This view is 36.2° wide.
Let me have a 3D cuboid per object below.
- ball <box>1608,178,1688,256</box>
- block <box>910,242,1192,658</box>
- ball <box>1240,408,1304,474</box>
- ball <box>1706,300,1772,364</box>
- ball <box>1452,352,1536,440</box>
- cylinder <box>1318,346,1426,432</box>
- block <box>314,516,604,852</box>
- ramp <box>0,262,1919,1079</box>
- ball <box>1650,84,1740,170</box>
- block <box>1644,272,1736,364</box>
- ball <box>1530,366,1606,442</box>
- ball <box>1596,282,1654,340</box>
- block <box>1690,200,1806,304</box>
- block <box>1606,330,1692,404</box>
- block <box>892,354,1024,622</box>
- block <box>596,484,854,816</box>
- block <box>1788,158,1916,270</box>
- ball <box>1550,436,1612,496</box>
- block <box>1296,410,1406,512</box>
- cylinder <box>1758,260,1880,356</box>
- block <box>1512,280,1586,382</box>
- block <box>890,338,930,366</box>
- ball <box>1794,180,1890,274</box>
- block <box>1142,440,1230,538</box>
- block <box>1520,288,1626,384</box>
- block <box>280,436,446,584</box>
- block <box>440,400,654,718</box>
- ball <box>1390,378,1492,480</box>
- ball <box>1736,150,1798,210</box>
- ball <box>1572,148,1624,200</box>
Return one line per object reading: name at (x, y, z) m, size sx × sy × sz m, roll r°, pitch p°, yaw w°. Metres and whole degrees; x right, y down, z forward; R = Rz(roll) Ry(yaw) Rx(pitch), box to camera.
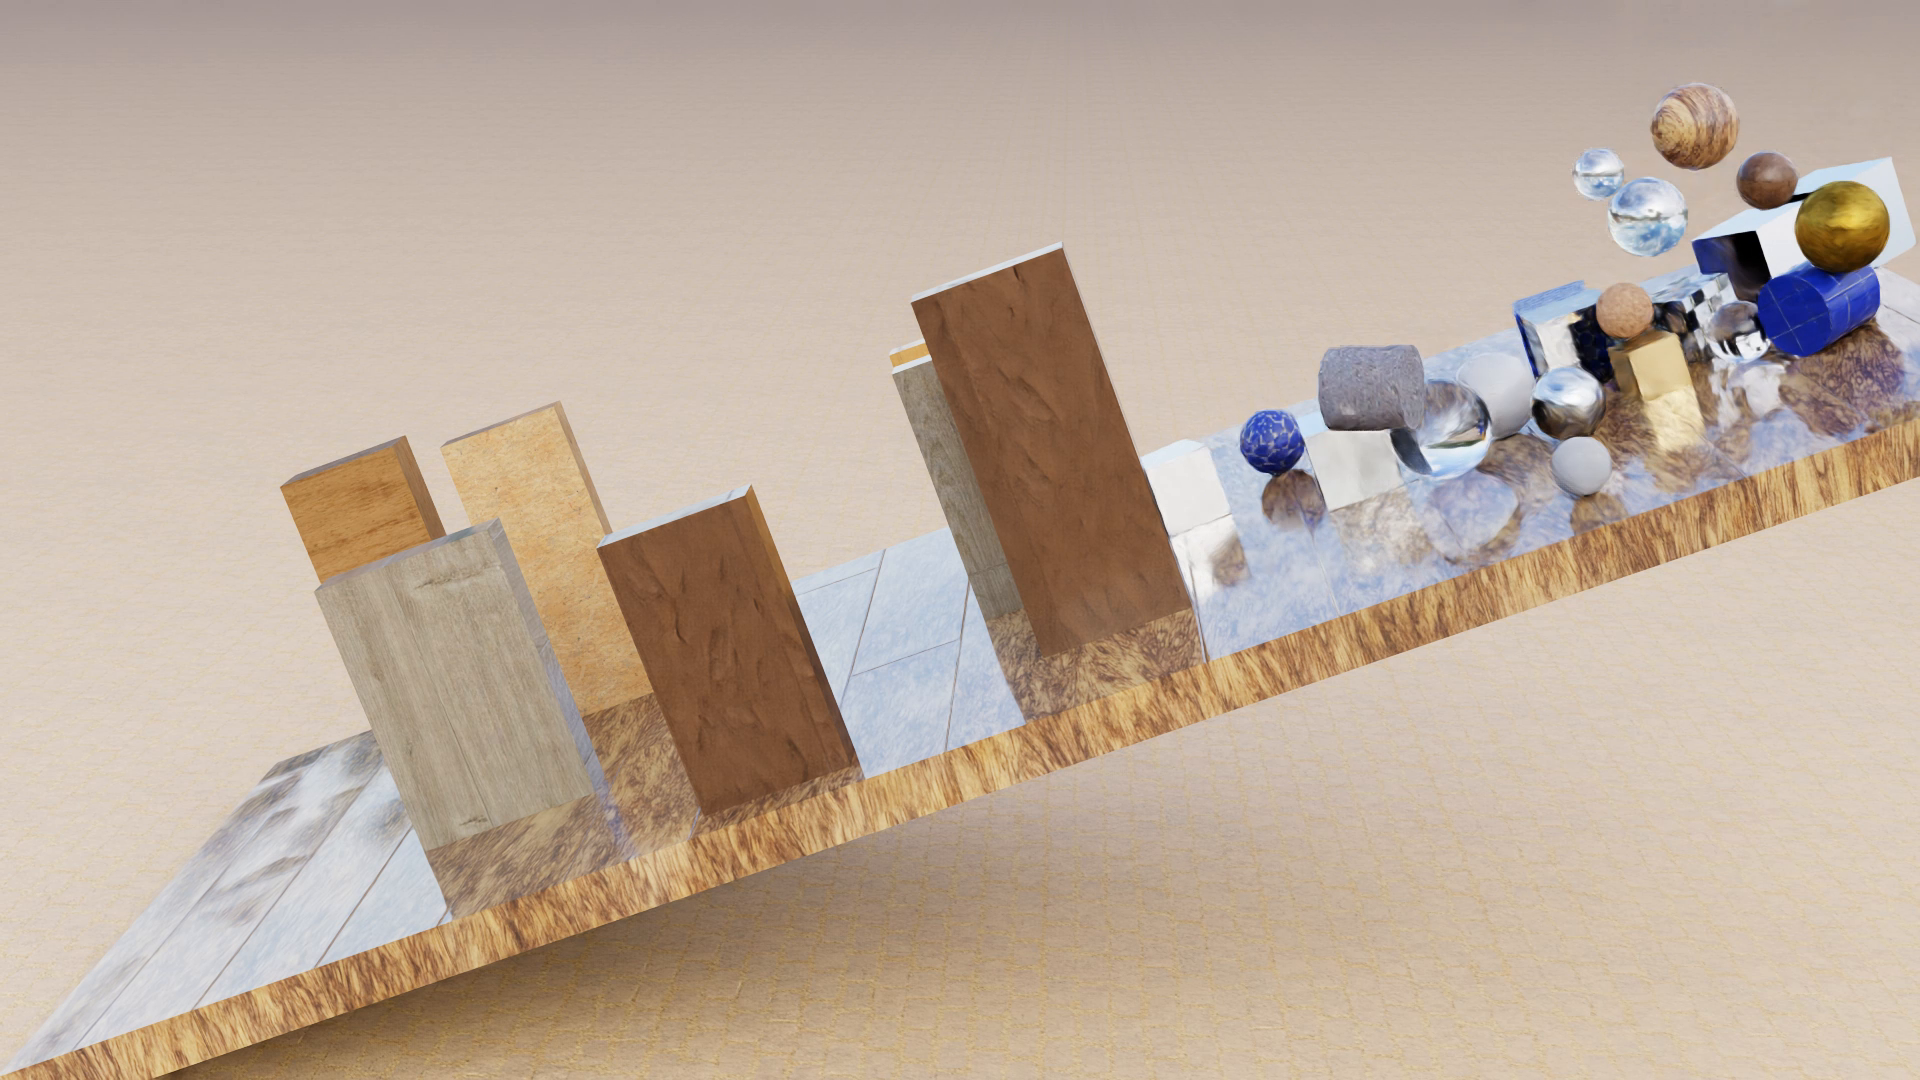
ball at (1.505, -0.707, 6.438) m, size 0.173 × 0.173 × 0.173 m, roll 0°, pitch 13°, yaw 0°
block at (0.179, -0.171, 5.670) m, size 0.305 × 0.741 × 0.101 m, roll -19°, pitch 11°, yaw 6°
ball at (0.691, -0.219, 6.508) m, size 0.146 × 0.146 × 0.146 m, roll 0°, pitch 13°, yaw 0°
ball at (1.573, -0.419, 5.934) m, size 0.129 × 0.129 × 0.129 m, roll 0°, pitch 13°, yaw 0°
ball at (1.100, -0.298, 6.068) m, size 0.180 × 0.180 × 0.180 m, roll 0°, pitch 13°, yaw 0°
cylinder at (0.803, -0.296, 5.737) m, size 0.163 × 0.163 × 0.163 m, roll -1°, pitch 11°, yaw 27°
block at (-1.017, 0.295, 5.999) m, size 0.380 × 0.582 × 0.119 m, roll -19°, pitch 11°, yaw 6°
ramp at (0.115, 0.177, 6.298) m, size 4.000 × 0.100 × 2.000 m, roll -19°, pitch 11°, yaw 6°
ball at (1.457, -0.819, 5.830) m, size 0.171 × 0.171 × 0.171 m, roll 0°, pitch 13°, yaw 0°
block at (1.530, -0.461, 6.151) m, size 0.142 × 0.142 × 0.142 m, roll -31°, pitch 15°, yaw -27°
ball at (1.206, -0.270, 5.831) m, size 0.149 × 0.149 × 0.149 m, roll 0°, pitch 13°, yaw 0°
ball at (1.365, -0.470, 6.043) m, size 0.117 × 0.117 × 0.117 m, roll 0°, pitch 13°, yaw 0°
block at (1.735, -0.604, 6.345) m, size 0.187 × 0.187 × 0.187 m, roll -28°, pitch 13°, yaw -29°
block at (1.401, -0.354, 5.979) m, size 0.109 × 0.109 × 0.109 m, roll -22°, pitch 12°, yaw -7°
block at (0.131, -0.156, 6.148) m, size 0.371 × 0.559 × 0.089 m, roll -19°, pitch 11°, yaw 6°
block at (-0.433, 0.206, 5.479) m, size 0.294 × 0.547 × 0.107 m, roll -19°, pitch 11°, yaw 6°
block at (1.919, -0.693, 6.421) m, size 0.202 × 0.202 × 0.202 m, roll -28°, pitch 13°, yaw -32°
ball at (1.144, -0.136, 5.413) m, size 0.111 × 0.111 × 0.111 m, roll 0°, pitch 13°, yaw 0°
block at (0.803, -0.182, 6.058) m, size 0.165 × 0.165 × 0.165 m, roll -19°, pitch 15°, yaw 6°
cylinder at (1.708, -0.475, 5.848) m, size 0.170 × 0.170 × 0.170 m, roll -28°, pitch 27°, yaw -33°
block at (1.322, -0.459, 6.477) m, size 0.162 × 0.162 × 0.162 m, roll -18°, pitch 12°, yaw 13°
block at (0.105, -0.298, 7.073) m, size 0.407 × 0.475 × 0.083 m, roll -19°, pitch 11°, yaw 6°
ball at (1.721, -0.611, 5.736) m, size 0.180 × 0.180 × 0.180 m, roll 0°, pitch 13°, yaw 0°
block at (0.465, -0.110, 6.361) m, size 0.158 × 0.158 × 0.158 m, roll -23°, pitch 12°, yaw -10°
block at (1.319, -0.420, 6.284) m, size 0.169 × 0.169 × 0.169 m, roll -20°, pitch 11°, yaw 3°
block at (-1.286, 0.150, 6.795) m, size 0.279 × 0.722 × 0.135 m, roll -19°, pitch 11°, yaw 6°
block at (-0.913, 0.055, 6.667) m, size 0.277 × 0.689 × 0.082 m, roll -19°, pitch 11°, yaw 6°
ball at (0.963, -0.222, 5.890) m, size 0.205 × 0.205 × 0.205 m, roll 0°, pitch 13°, yaw 0°
ball at (1.634, -0.728, 5.957) m, size 0.120 × 0.120 × 0.120 m, roll 0°, pitch 13°, yaw 0°
ball at (1.385, -0.794, 6.381) m, size 0.109 × 0.109 × 0.109 m, roll 0°, pitch 13°, yaw 0°
